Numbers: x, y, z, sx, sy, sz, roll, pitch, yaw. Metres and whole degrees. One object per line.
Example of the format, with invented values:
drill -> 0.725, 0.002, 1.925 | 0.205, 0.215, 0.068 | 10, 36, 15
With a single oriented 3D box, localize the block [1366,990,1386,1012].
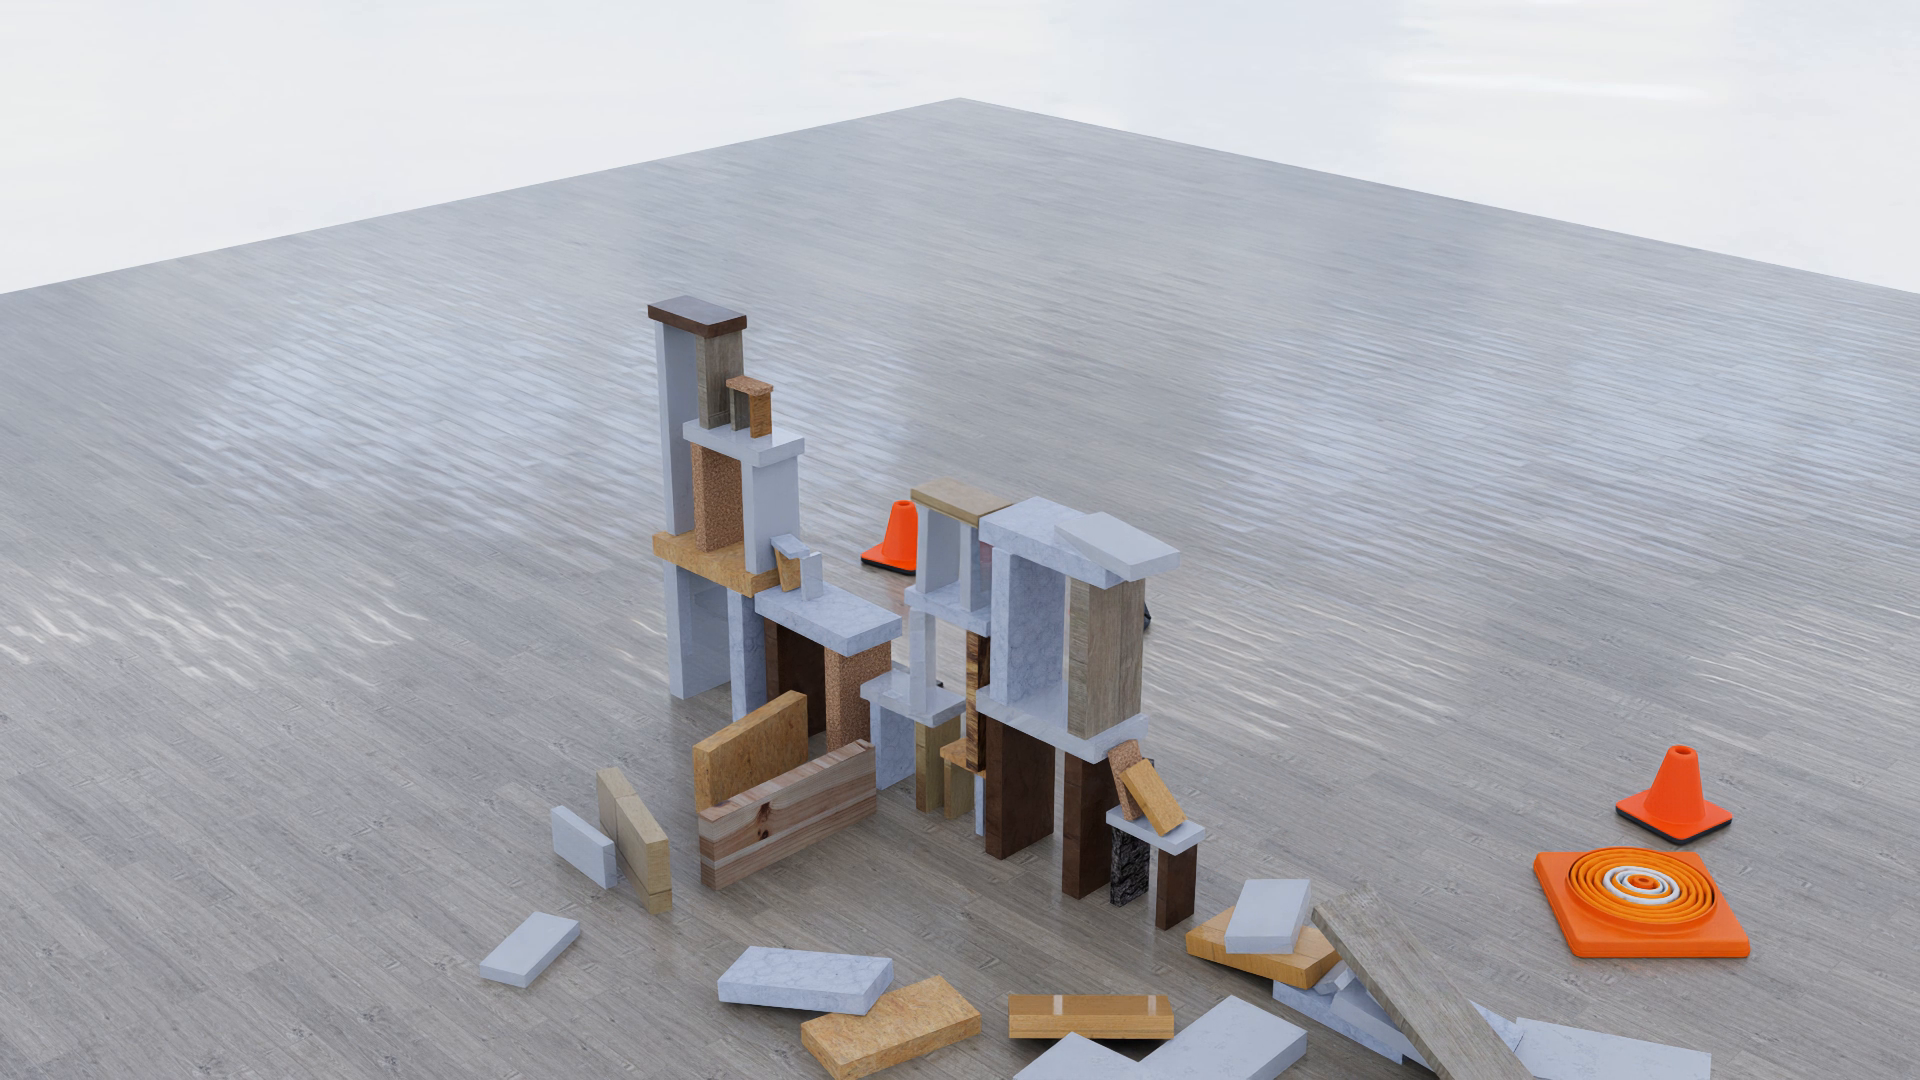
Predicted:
block -> 0.769, 0.780, 3.635 | 0.089, 0.025, 0.178 | -27, 51, -30

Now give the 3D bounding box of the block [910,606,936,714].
block -> -0.074, 0.220, 4.369 | 0.031, 0.222, 0.111 | 4, 23, 9

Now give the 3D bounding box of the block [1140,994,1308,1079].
block -> 0.352, 0.901, 3.580 | 0.158, 0.045, 0.518 | 20, 30, 38

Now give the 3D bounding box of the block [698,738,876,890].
block -> -0.332, 0.534, 4.306 | 0.043, 0.153, 0.418 | 21, 31, 41

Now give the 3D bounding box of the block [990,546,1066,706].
block -> 0.128, 0.142, 4.141 | 0.044, 0.312, 0.156 | 22, 32, 40

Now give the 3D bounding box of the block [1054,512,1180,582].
block -> 0.277, 0.010, 3.900 | 0.111, 0.031, 0.221 | -15, 27, -31

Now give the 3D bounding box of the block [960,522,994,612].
block -> 0.043, 0.037, 4.197 | 0.026, 0.186, 0.093 | 21, 31, 40

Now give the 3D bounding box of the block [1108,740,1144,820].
block -> 0.316, 0.443, 4.059 | 0.019, 0.134, 0.067 | -6, 13, 45

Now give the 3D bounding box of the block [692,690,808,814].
block -> -0.428, 0.439, 4.529 | 0.043, 0.153, 0.307 | 16, 28, 32

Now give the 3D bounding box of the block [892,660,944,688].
block -> -0.149, 0.315, 4.984 | 0.219, 0.027, 0.094 | 21, 30, 40

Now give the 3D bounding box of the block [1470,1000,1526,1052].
block -> 0.837, 0.807, 3.650 | 0.178, 0.025, 0.089 | 26, 47, 21

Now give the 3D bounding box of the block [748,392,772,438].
block -> -0.414, -0.262, 4.569 | 0.013, 0.095, 0.047 | 21, 31, 40

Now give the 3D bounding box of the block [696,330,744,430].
block -> -0.503, -0.343, 4.619 | 0.029, 0.204, 0.102 | 21, 31, 40

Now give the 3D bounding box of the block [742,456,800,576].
block -> -0.397, -0.062, 4.624 | 0.035, 0.247, 0.124 | 21, 31, 40

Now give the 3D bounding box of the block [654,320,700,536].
block -> -0.599, -0.251, 4.764 | 0.029, 0.487, 0.102 | 21, 31, 41

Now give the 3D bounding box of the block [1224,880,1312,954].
block -> 0.558, 0.678, 3.970 | 0.118, 0.033, 0.236 | -3, 15, 18

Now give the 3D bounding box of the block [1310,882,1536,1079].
block -> 0.794, 0.799, 3.574 | 0.118, 0.033, 0.593 | -18, 48, -24

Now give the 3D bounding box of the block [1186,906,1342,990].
block -> 0.552, 0.726, 3.932 | 0.136, 0.039, 0.272 | -21, 19, -40

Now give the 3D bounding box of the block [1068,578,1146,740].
block -> 0.268, 0.195, 4.018 | 0.044, 0.312, 0.156 | 21, 31, 40

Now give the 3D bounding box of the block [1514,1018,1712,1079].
block -> 1.070, 0.880, 3.629 | 0.315, 0.045, 0.158 | 8, 24, 18

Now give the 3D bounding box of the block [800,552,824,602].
block -> -0.309, 0.076, 4.586 | 0.048, 0.095, 0.014 | -20, 28, -39

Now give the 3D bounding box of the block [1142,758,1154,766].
block -> 0.313, 0.505, 4.530 | 0.111, 0.031, 0.221 | 9, 25, 21

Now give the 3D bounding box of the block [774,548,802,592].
block -> -0.360, 0.056, 4.633 | 0.048, 0.095, 0.014 | -21, 18, -40

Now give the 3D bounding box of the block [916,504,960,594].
block -> -0.041, 0.004, 4.273 | 0.026, 0.186, 0.093 | 25, 33, 38

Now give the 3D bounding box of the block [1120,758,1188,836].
block -> 0.354, 0.471, 4.026 | 0.067, 0.019, 0.134 | -24, 77, -44

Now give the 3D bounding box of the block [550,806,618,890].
block -> -0.727, 0.592, 4.245 | 0.027, 0.094, 0.187 | -19, 29, -37

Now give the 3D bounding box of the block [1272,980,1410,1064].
block -> 0.693, 0.806, 3.812 | 0.136, 0.039, 0.272 | -21, 31, -40

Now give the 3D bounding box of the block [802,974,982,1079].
block -> -0.117, 0.832, 3.749 | 0.275, 0.039, 0.137 | -14, 27, -29

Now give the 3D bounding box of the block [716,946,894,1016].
block -> -0.269, 0.768, 3.842 | 0.274, 0.039, 0.137 | 1, 16, 20

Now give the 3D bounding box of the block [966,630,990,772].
block -> 0.063, 0.298, 4.286 | 0.111, 0.300, 0.031 | -21, 31, -40

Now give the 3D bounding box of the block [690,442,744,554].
block -> -0.514, -0.107, 4.731 | 0.035, 0.247, 0.124 | 21, 31, 40

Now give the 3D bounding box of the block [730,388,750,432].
block -> -0.459, -0.280, 4.610 | 0.013, 0.094, 0.047 | 21, 31, 40
